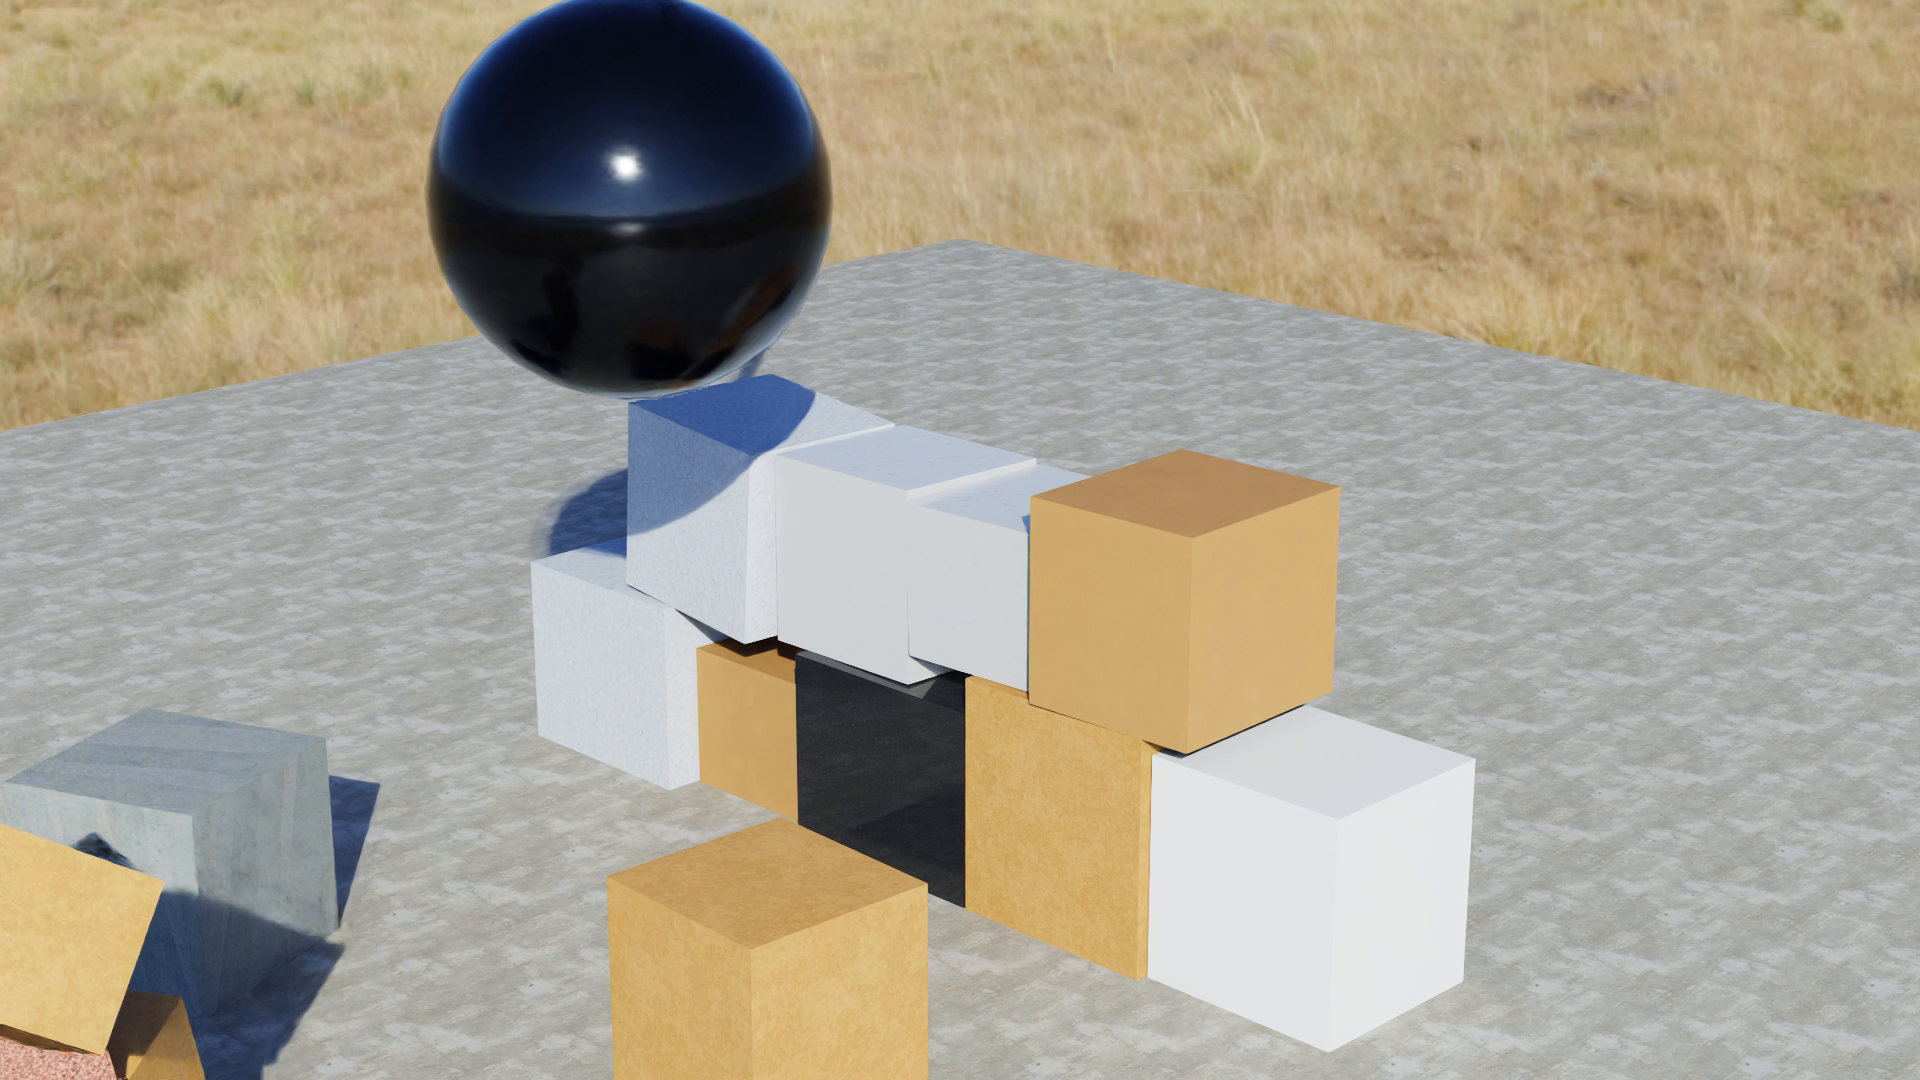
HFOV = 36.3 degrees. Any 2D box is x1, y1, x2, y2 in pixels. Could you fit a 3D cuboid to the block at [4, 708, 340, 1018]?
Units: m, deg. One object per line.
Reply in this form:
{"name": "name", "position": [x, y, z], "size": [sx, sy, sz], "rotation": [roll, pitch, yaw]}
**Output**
{"name": "block", "position": [-3.352, 1.356, 12.535], "size": [0.949, 0.897, 0.935], "rotation": [7, 19, 22]}

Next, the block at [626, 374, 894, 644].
{"name": "block", "position": [-0.977, -0.172, 14.227], "size": [0.875, 0.937, 0.953], "rotation": [-15, 27, -39]}

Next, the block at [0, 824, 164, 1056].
{"name": "block", "position": [-2.866, 1.181, 8.786], "size": [0.631, 0.538, 0.600], "rotation": [26, -20, -29]}

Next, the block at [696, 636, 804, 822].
{"name": "block", "position": [-0.724, 0.878, 14.384], "size": [0.727, 0.700, 0.873], "rotation": [-17, 24, -42]}

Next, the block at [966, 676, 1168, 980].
{"name": "block", "position": [0.749, 1.125, 12.935], "size": [1.023, 1.097, 1.026], "rotation": [17, 24, 42]}

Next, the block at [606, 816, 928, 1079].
{"name": "block", "position": [-0.731, 1.739, 11.216], "size": [0.852, 0.956, 0.873], "rotation": [-15, 23, -40]}

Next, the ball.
{"name": "ball", "position": [-1.298, -1.354, 11.556], "size": [1.600, 1.600, 1.600], "rotation": [0, 17, 0]}

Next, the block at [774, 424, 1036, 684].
{"name": "block", "position": [-0.252, 0.047, 13.604], "size": [0.813, 0.901, 0.894], "rotation": [-15, 22, -42]}

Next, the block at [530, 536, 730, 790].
{"name": "block", "position": [-1.429, 0.559, 14.998], "size": [1.056, 0.940, 1.059], "rotation": [-17, 24, -42]}

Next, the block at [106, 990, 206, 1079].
{"name": "block", "position": [-3.146, 2.072, 10.190], "size": [0.805, 0.762, 0.721], "rotation": [4, 35, 13]}

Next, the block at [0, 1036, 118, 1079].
{"name": "block", "position": [-3.416, 1.485, 9.596], "size": [0.836, 0.899, 0.862], "rotation": [-28, 41, -29]}

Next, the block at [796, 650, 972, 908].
{"name": "block", "position": [-0.026, 0.983, 13.671], "size": [0.981, 0.928, 1.102], "rotation": [-17, 24, -42]}

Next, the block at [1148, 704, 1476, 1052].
{"name": "block", "position": [1.462, 1.379, 12.271], "size": [0.913, 1.011, 0.971], "rotation": [-17, 24, -42]}

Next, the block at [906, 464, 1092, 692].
{"name": "block", "position": [0.343, 0.156, 13.009], "size": [0.777, 0.710, 0.855], "rotation": [15, 23, 43]}

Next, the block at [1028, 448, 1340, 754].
{"name": "block", "position": [0.948, 0.234, 12.409], "size": [0.859, 0.919, 1.000], "rotation": [16, 23, 40]}
